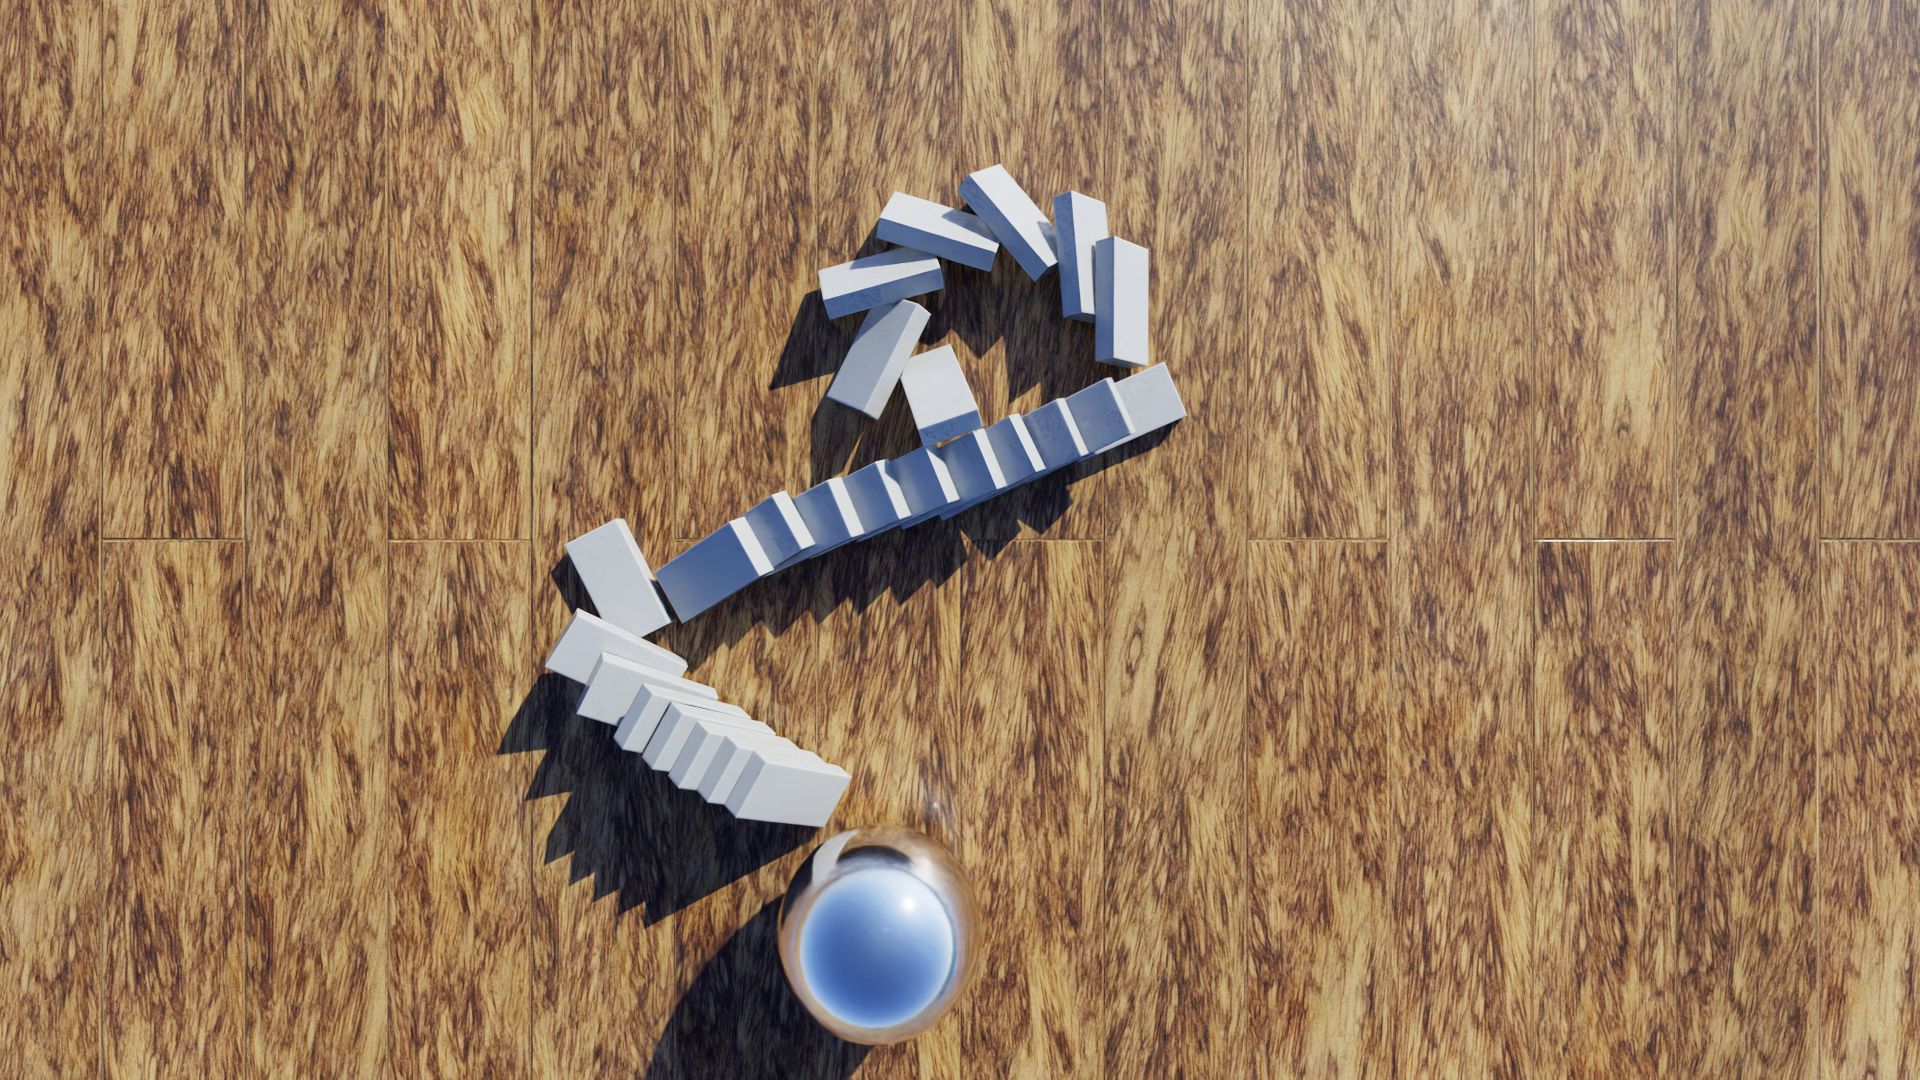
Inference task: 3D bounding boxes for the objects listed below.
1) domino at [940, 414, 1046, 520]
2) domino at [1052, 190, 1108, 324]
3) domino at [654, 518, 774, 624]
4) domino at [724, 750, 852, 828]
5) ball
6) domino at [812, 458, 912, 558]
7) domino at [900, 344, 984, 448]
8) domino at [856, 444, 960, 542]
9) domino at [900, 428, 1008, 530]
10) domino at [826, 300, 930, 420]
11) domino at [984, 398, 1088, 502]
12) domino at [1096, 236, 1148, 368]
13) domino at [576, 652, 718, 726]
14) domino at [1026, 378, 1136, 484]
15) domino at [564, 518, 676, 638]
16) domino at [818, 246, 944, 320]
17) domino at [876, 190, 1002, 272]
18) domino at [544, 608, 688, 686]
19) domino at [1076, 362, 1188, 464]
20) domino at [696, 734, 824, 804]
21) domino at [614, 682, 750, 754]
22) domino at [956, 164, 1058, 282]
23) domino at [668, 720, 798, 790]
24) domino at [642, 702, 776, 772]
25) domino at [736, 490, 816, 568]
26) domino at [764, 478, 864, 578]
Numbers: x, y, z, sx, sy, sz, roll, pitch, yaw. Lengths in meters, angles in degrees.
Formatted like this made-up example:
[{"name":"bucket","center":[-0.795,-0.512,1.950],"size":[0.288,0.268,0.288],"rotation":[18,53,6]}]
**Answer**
[{"name":"domino","center":[0.008,-0.030,0.383],"size":[0.050,0.010,0.025],"rotation":[-27,89,32]},{"name":"domino","center":[0.053,-0.119,0.388],"size":[0.009,0.025,0.050],"rotation":[-5,90,43]},{"name":"domino","center":[-0.104,0.013,0.384],"size":[0.050,0.009,0.025],"rotation":[-29,90,28]},{"name":"domino","center":[-0.070,0.103,0.378],"size":[0.009,0.050,0.025],"rotation":[29,90,41]},{"name":"ball","center":[-0.032,0.153,0.360],"size":[0.080,0.080,0.080],"rotation":[0,90,0]},{"name":"domino","center":[-0.047,-0.013,0.383],"size":[0.050,0.010,0.025],"rotation":[-22,90,30]},{"name":"domino","center":[-0.009,-0.061,0.379],"size":[0.025,0.050,0.009],"rotation":[-19,134,0]},{"name":"domino","center":[-0.027,-0.019,0.383],"size":[0.050,0.009,0.025],"rotation":[-22,91,32]},{"name":"domino","center":[-0.007,-0.025,0.382],"size":[0.050,0.009,0.025],"rotation":[-22,91,32]},{"name":"domino","center":[-0.035,-0.078,0.389],"size":[0.025,0.009,0.050],"rotation":[27,90,37]},{"name":"domino","center":[0.026,-0.037,0.384],"size":[0.050,0.010,0.025],"rotation":[-24,90,27]},{"name":"domino","center":[0.069,-0.100,0.388],"size":[0.009,0.025,0.050],"rotation":[0,90,45]},{"name":"domino","center":[-0.130,0.067,0.384],"size":[0.050,0.010,0.025],"rotation":[25,93,-28]},{"name":"domino","center":[0.045,-0.046,0.385],"size":[0.050,0.010,0.025],"rotation":[-24,90,24]},{"name":"domino","center":[-0.146,0.019,0.395],"size":[0.025,0.009,0.050],"rotation":[-27,90,0]},{"name":"domino","center":[-0.034,-0.110,0.388],"size":[0.050,0.010,0.025],"rotation":[-15,46,0]},{"name":"domino","center":[-0.008,-0.131,0.388],"size":[0.050,0.009,0.025],"rotation":[17,46,0]},{"name":"domino","center":[-0.144,0.052,0.385],"size":[0.050,0.009,0.025],"rotation":[32,90,-26]},{"name":"domino","center":[0.069,-0.055,0.395],"size":[0.050,0.010,0.025],"rotation":[-23,90,0]},{"name":"domino","center":[-0.081,0.097,0.378],"size":[0.009,0.050,0.025],"rotation":[29,90,41]},{"name":"domino","center":[-0.114,0.077,0.378],"size":[0.010,0.050,0.025],"rotation":[29,90,43]},{"name":"domino","center":[0.024,-0.135,0.388],"size":[0.050,0.010,0.025],"rotation":[49,45,0]},{"name":"domino","center":[-0.092,0.092,0.378],"size":[0.010,0.050,0.025],"rotation":[29,90,41]},{"name":"domino","center":[-0.102,0.084,0.378],"size":[0.010,0.050,0.025],"rotation":[29,90,41]},{"name":"domino","center":[-0.087,0.002,0.384],"size":[0.050,0.010,0.025],"rotation":[-29,90,28]},{"name":"domino","center":[-0.066,-0.005,0.384],"size":[0.050,0.010,0.025],"rotation":[-23,90,29]}]
